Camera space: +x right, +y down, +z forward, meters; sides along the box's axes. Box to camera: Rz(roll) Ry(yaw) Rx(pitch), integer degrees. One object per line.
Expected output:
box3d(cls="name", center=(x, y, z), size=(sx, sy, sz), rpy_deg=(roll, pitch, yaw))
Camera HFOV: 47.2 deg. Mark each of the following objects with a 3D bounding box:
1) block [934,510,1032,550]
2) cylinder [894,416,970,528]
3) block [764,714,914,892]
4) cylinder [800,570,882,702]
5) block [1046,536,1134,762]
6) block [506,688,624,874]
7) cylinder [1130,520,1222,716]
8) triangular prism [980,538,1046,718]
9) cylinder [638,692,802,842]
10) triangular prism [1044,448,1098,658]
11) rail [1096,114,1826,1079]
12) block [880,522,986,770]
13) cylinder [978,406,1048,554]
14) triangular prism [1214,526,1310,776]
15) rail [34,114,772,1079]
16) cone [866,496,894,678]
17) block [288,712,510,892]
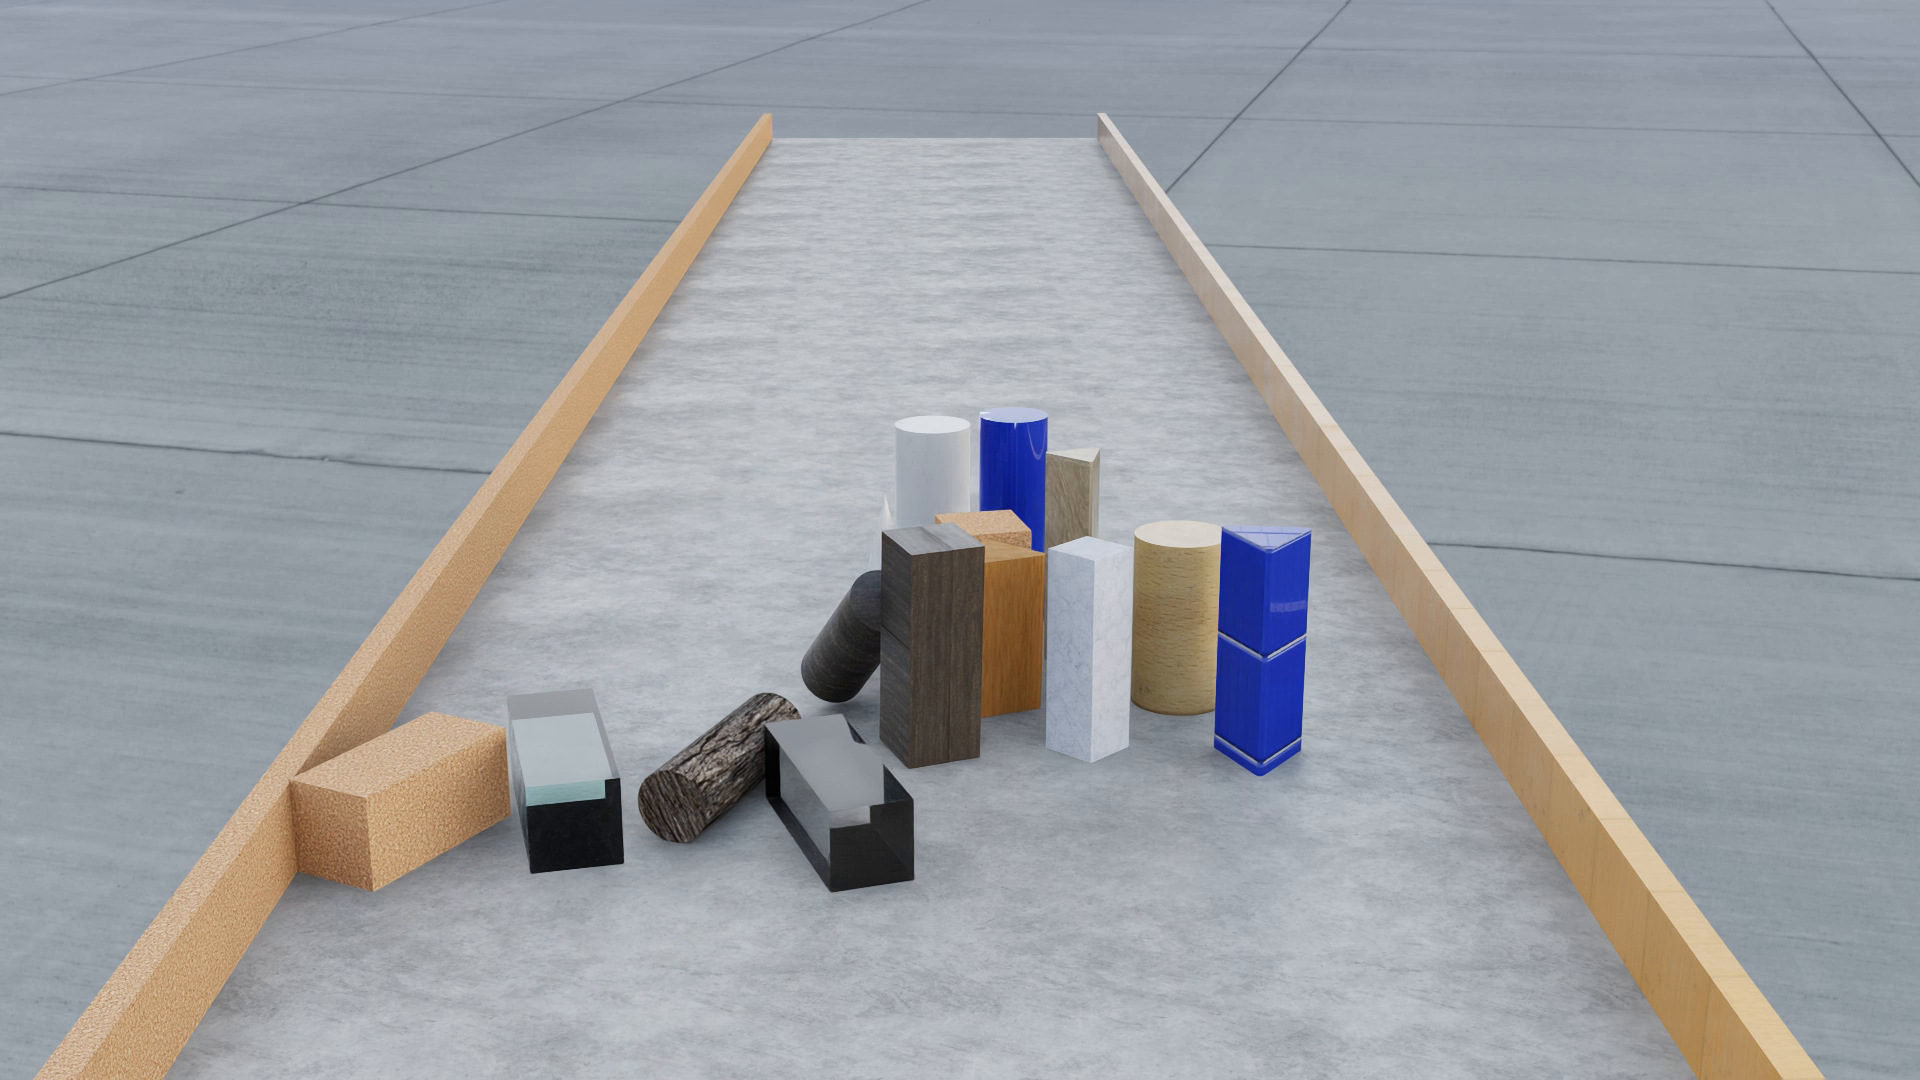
box3d(cls="block", center=(0.043, 0.119, 4.269), size=(0.153, 0.318, 0.153), rpy_deg=(-4, 17, -13))
box3d(cls="cylinder", center=(-0.060, -0.084, 4.886), size=(0.167, 0.355, 0.167), rpy_deg=(0, 17, 0))
box3d(cls="block", center=(-0.201, 0.421, 3.574), size=(0.136, 0.136, 0.391), rpy_deg=(-6, 18, -19))
box3d(cls="cylinder", center=(-0.191, 0.182, 4.082), size=(0.126, 0.126, 0.312), rpy_deg=(-9, -24, -26))
box3d(cls="block", center=(0.230, 0.194, 3.916), size=(0.106, 0.375, 0.106), rpy_deg=(15, 22, 41))
box3d(cls="block", center=(-0.659, 0.392, 3.651), size=(0.147, 0.147, 0.419), rpy_deg=(-4, 17, -14))
box3d(cls="cylinder", center=(0.416, 0.146, 4.158), size=(0.180, 0.329, 0.180), rpy_deg=(0, 17, 0))
box3d(cls="triangular prism", center=(0.067, 0.162, 4.135), size=(0.140, 0.308, 0.122), rpy_deg=(-7, 20, -23))
box3d(cls="cylinder", center=(-0.400, 0.380, 3.727), size=(0.126, 0.126, 0.380), rpy_deg=(6, 18, 19))
box3d(cls="triangular prism", center=(0.243, 0.033, 4.366), size=(0.113, 0.427, 0.098), rpy_deg=(14, 21, 39))
box3d(cls="rail", center=(0.932, -0.844, 7.801), size=(0.050, 0.150, 12.000), rpy_deg=(0, 17, -1))
box3d(cls="block", center=(-0.051, 0.186, 3.890), size=(0.137, 0.400, 0.137), rpy_deg=(-7, 21, -23))
box3d(cls="cylinder", center=(0.111, -0.049, 4.623), size=(0.143, 0.439, 0.143), rpy_deg=(0, 17, 0))
box3d(cls="triangular prism", center=(0.514, 0.185, 3.877), size=(0.133, 0.415, 0.153), rpy_deg=(11, 20, 34))
box3d(cls="rail", center=(-1.118, -0.838, 7.780), size=(0.050, 0.150, 12.000), rpy_deg=(0, 17, -1))
box3d(cls="cone", center=(-0.146, 0.079, 4.342), size=(0.172, 0.353, 0.172), rpy_deg=(0, 17, 0))
box3d(cls="block", center=(-0.898, 0.416, 3.552), size=(0.157, 0.157, 0.333), rpy_deg=(9, 19, 26))
